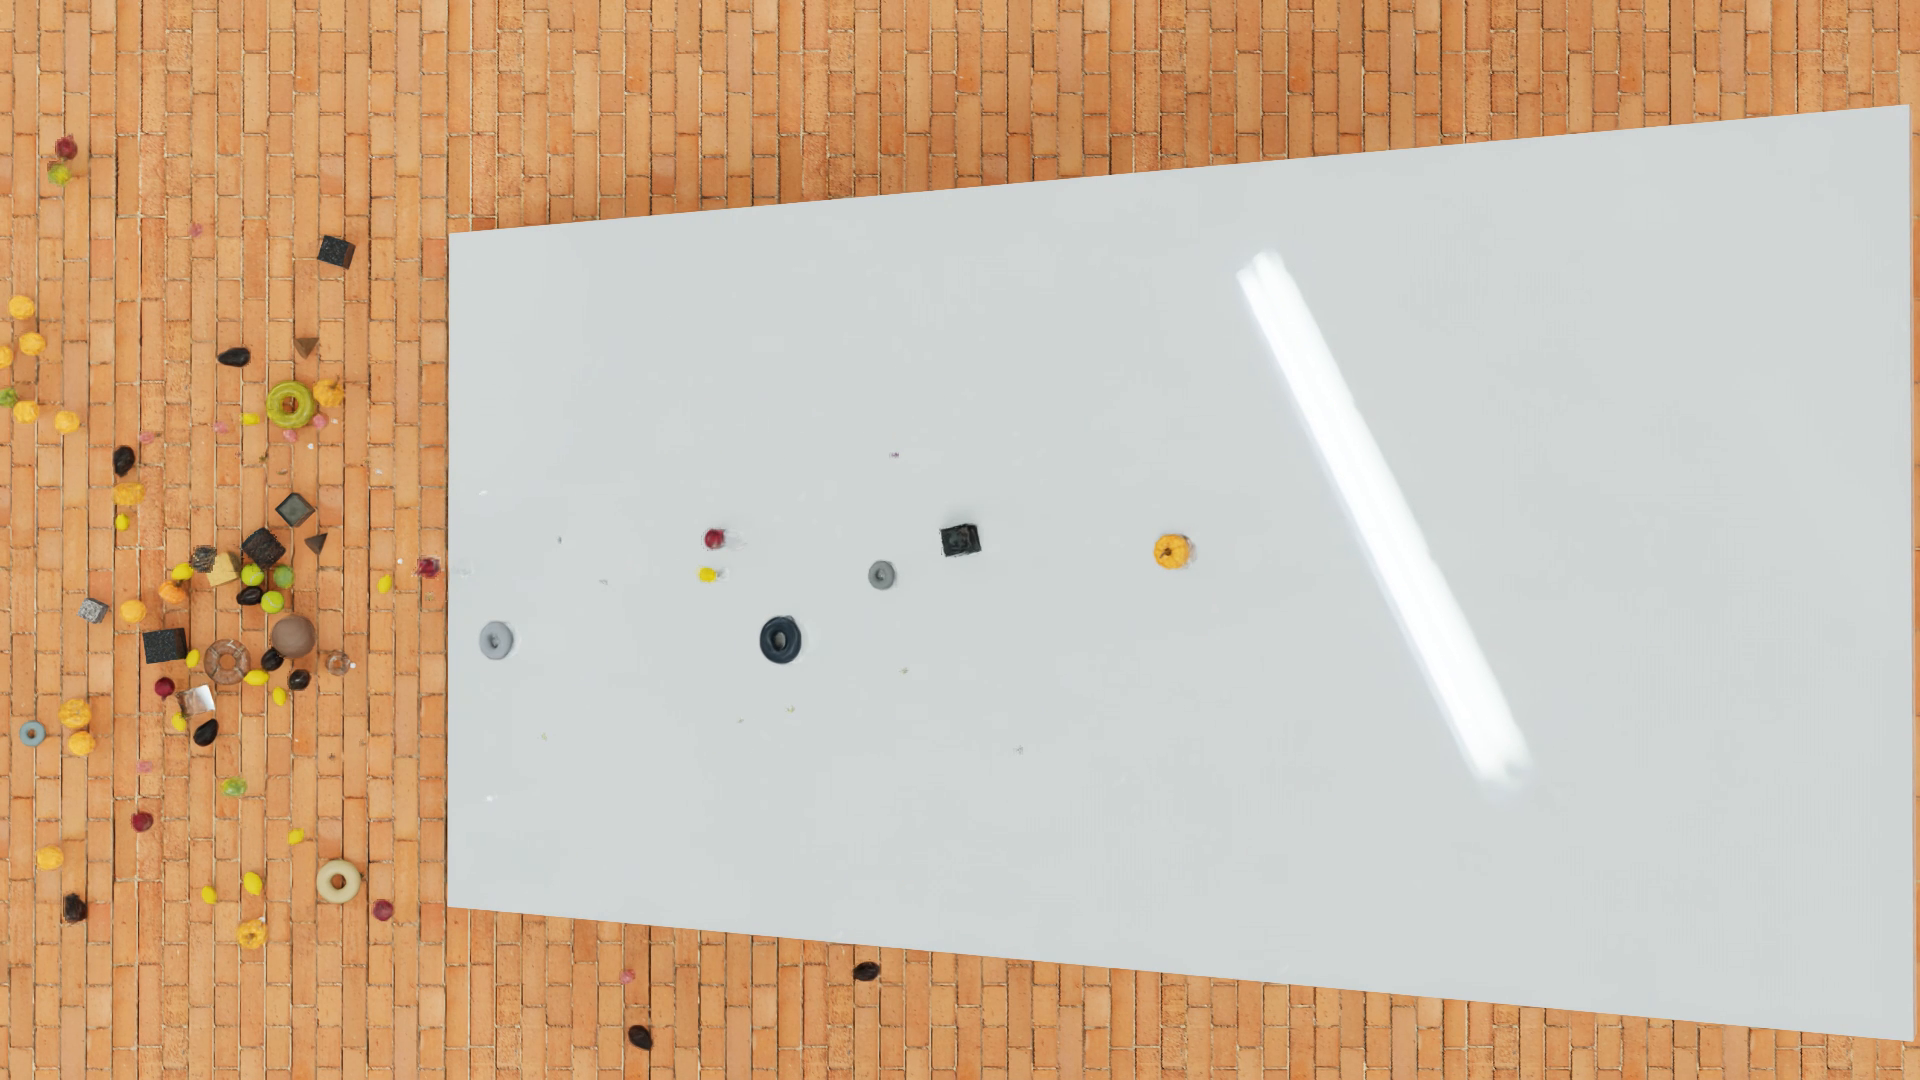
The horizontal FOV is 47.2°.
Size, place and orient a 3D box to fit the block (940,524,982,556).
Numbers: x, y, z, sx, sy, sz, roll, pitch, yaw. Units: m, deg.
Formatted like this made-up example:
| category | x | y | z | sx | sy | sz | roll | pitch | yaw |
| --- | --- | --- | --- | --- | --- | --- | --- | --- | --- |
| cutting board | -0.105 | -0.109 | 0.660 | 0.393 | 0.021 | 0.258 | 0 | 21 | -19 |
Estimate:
| category | x | y | z | sx | sy | sz | roll | pitch | yaw |
| --- | --- | --- | --- | --- | --- | --- | --- | --- | --- |
| block | 0.002 | 0.002 | 5.706 | 0.071 | 0.071 | 0.071 | -14 | 83 | 27 |

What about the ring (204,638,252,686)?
| category | x | y | z | sx | sy | sz | roll | pitch | yaw |
| --- | --- | --- | --- | --- | --- | --- | --- | --- | --- |
| ring | -2.198 | 0.366 | 6.598 | 0.143 | 0.048 | 0.143 | 0 | 90 | -1 |

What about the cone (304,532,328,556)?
| category | x | y | z | sx | sy | sz | roll | pitch | yaw |
| --- | --- | --- | --- | --- | --- | --- | --- | --- | --- |
| cone | -1.923 | -0.001 | 6.611 | 0.065 | 0.065 | 0.065 | 40 | 61 | 0 |

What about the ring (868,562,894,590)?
| category | x | y | z | sx | sy | sz | roll | pitch | yaw |
| --- | --- | --- | --- | --- | --- | --- | --- | --- | --- |
| ring | -0.208 | 0.095 | 5.840 | 0.078 | 0.026 | 0.078 | 0 | 91 | 27 |

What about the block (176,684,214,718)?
| category | x | y | z | sx | sy | sz | roll | pitch | yaw |
| --- | --- | --- | --- | --- | --- | --- | --- | --- | --- |
| block | -2.284 | 0.483 | 6.567 | 0.075 | 0.075 | 0.075 | -18 | 89 | -37 |

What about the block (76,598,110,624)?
| category | x | y | z | sx | sy | sz | roll | pitch | yaw |
| --- | --- | --- | --- | --- | --- | --- | --- | --- | --- |
| block | -2.600 | 0.212 | 6.594 | 0.058 | 0.058 | 0.058 | 26 | 89 | 0 |

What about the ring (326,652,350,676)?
| category | x | y | z | sx | sy | sz | roll | pitch | yaw |
| --- | --- | --- | --- | --- | --- | --- | --- | --- | --- |
| ring | -1.869 | 0.371 | 6.609 | 0.076 | 0.025 | 0.076 | 0 | 91 | 0 |

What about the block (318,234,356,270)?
| category | x | y | z | sx | sy | sz | roll | pitch | yaw |
| --- | --- | --- | --- | --- | --- | --- | --- | --- | --- |
| block | -1.870 | -0.862 | 6.596 | 0.077 | 0.077 | 0.077 | 17 | 89 | 0 |

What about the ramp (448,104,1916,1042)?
| category | x | y | z | sx | sy | sz | roll | pitch | yaw |
| --- | --- | --- | --- | --- | --- | --- | --- | --- | --- |
| ramp | 0.278 | 0.078 | 5.658 | 4.000 | 0.100 | 2.000 | 0 | 89 | 27 |

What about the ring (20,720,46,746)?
| category | x | y | z | sx | sy | sz | roll | pitch | yaw |
| --- | --- | --- | --- | --- | --- | --- | --- | --- | --- |
| ring | -2.787 | 0.582 | 6.606 | 0.080 | 0.027 | 0.080 | 0 | 88 | 1 |

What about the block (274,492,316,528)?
| category | x | y | z | sx | sy | sz | roll | pitch | yaw |
| --- | --- | --- | --- | --- | --- | --- | --- | --- | --- |
| block | -1.992 | -0.090 | 6.590 | 0.073 | 0.073 | 0.073 | -43 | 90 | 0 |

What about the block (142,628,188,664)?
| category | x | y | z | sx | sy | sz | roll | pitch | yaw |
| --- | --- | --- | --- | --- | --- | --- | --- | --- | --- |
| block | -2.375 | 0.316 | 6.575 | 0.093 | 0.093 | 0.093 | -8 | 89 | 0 |

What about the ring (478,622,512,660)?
| category | x | y | z | sx | sy | sz | roll | pitch | yaw |
| --- | --- | --- | --- | --- | --- | --- | --- | --- | --- |
| ring | -1.357 | 0.295 | 6.428 | 0.114 | 0.038 | 0.114 | 0 | 89 | 26 |

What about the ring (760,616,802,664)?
| category | x | y | z | sx | sy | sz | roll | pitch | yaw |
| --- | --- | --- | --- | --- | --- | --- | --- | --- | --- |
| ring | -0.487 | 0.273 | 5.973 | 0.131 | 0.044 | 0.131 | 0 | 89 | 29 |

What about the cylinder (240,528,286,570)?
| category | x | y | z | sx | sy | sz | roll | pitch | yaw |
| --- | --- | --- | --- | --- | --- | --- | --- | --- | --- |
| cylinder | -2.084 | 0.027 | 6.579 | 0.092 | 0.092 | 0.092 | -44 | 90 | 0 |

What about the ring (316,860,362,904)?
| category | x | y | z | sx | sy | sz | roll | pitch | yaw |
| --- | --- | --- | --- | --- | --- | --- | --- | --- | --- |
| ring | -1.862 | 1.024 | 6.593 | 0.134 | 0.045 | 0.134 | 0 | 90 | -1 |

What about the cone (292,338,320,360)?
| category | x | y | z | sx | sy | sz | roll | pitch | yaw |
| --- | --- | --- | --- | --- | --- | --- | --- | --- | --- |
| cone | -1.955 | -0.592 | 6.615 | 0.072 | 0.072 | 0.072 | -36 | 89 | -27 |

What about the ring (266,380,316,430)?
| category | x | y | z | sx | sy | sz | roll | pitch | yaw |
| --- | --- | --- | --- | --- | --- | --- | --- | --- | --- |
| ring | -2.011 | -0.406 | 6.606 | 0.148 | 0.049 | 0.148 | 0 | 90 | -1 |

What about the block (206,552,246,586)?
| category | x | y | z | sx | sy | sz | roll | pitch | yaw |
| --- | --- | --- | --- | --- | --- | --- | --- | --- | --- |
| block | -2.204 | 0.088 | 6.584 | 0.080 | 0.080 | 0.080 | -20 | 89 | 0 |
